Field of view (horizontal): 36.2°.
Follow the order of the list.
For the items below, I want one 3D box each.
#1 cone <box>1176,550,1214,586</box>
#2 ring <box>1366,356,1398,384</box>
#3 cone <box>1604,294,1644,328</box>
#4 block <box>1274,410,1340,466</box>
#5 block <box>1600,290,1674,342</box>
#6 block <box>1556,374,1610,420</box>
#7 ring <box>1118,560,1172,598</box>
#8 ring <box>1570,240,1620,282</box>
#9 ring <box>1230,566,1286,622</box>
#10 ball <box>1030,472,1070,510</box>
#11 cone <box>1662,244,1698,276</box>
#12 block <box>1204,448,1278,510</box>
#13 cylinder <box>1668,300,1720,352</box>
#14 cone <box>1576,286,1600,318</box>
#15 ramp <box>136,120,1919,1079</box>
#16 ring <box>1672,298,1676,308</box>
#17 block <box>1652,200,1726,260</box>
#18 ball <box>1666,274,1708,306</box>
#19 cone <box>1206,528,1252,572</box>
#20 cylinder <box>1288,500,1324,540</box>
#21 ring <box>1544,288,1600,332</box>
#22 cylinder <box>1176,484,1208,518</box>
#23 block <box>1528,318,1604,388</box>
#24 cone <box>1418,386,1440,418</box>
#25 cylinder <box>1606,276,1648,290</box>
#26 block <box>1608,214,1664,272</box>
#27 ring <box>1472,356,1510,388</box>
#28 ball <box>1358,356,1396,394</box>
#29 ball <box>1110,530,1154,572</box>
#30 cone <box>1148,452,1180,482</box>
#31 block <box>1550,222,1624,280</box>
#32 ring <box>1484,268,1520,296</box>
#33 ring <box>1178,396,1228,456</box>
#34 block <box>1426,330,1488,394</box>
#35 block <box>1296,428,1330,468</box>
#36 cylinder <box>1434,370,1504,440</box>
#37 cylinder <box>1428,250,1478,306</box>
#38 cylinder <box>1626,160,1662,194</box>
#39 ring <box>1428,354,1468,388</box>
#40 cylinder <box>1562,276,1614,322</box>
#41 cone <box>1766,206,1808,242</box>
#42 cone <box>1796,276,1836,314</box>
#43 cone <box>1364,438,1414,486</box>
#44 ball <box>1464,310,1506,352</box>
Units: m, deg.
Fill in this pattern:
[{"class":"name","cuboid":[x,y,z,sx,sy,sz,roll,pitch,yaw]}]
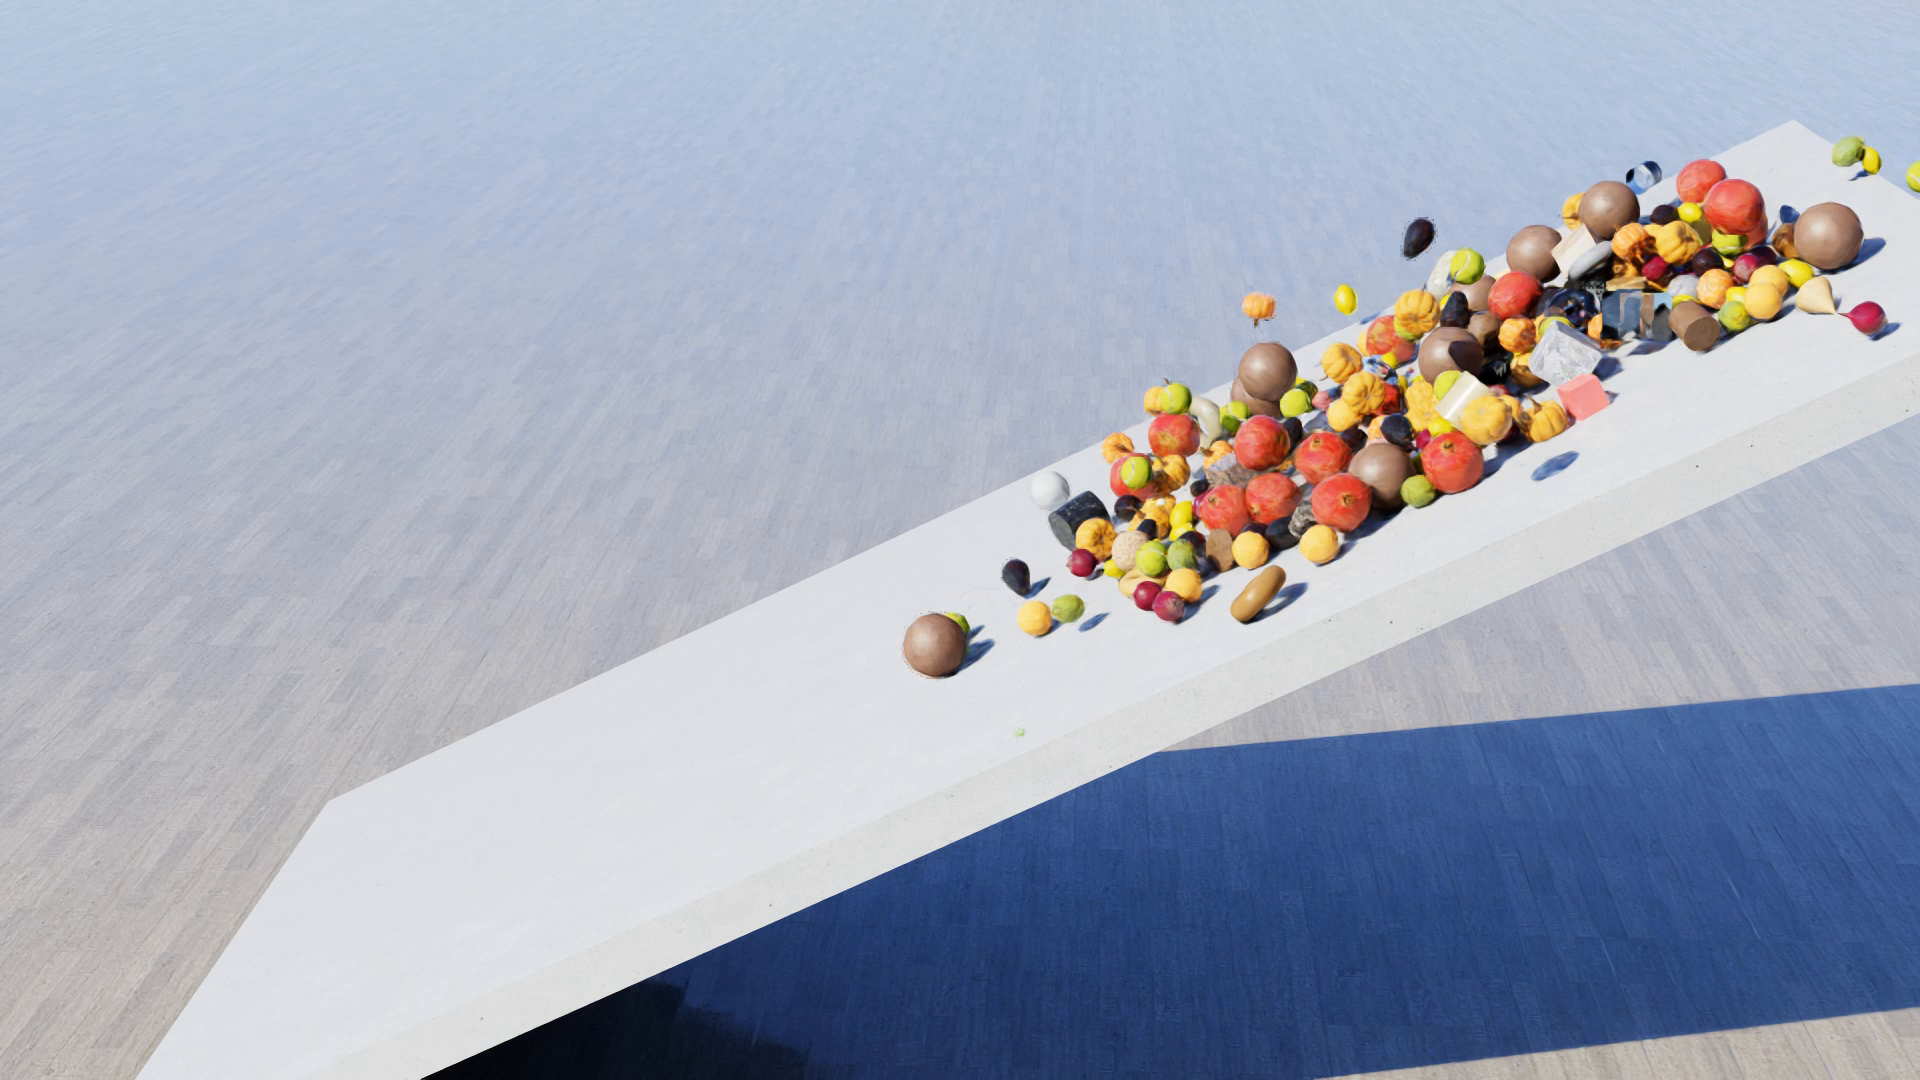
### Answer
[{"class":"cone","cuboid":[0.476,0.054,5.775,0.072,0.072,0.072,-4,16,-30]},{"class":"ring","cuboid":[0.873,-0.350,6.075,0.076,0.025,0.076,33,18,-13]},{"class":"cone","cuboid":[1.314,-0.468,5.864,0.072,0.072,0.072,19,13,-12]},{"class":"block","cuboid":[0.729,-0.214,6.181,0.082,0.082,0.082,-37,16,-35]},{"class":"block","cuboid":[1.320,-0.437,5.736,0.095,0.095,0.095,1,2,-38]},{"class":"block","cuboid":[1.180,-0.271,5.573,0.062,0.062,0.062,-29,14,-8]},{"class":"ring","cuboid":[0.371,0.078,5.872,0.117,0.039,0.117,-24,15,7]},{"class":"ring","cuboid":[1.287,-0.566,5.970,0.114,0.038,0.114,-31,-12,-7]},{"class":"ring","cuboid":[0.546,0.098,5.384,0.043,0.128,0.128,44,23,1]},{"class":"ball","cuboid":[0.206,-0.113,6.723,0.090,0.090,0.090,0,16,0]},{"class":"cone","cuboid":[1.473,-0.548,5.970,0.077,0.077,0.077,-24,11,5]},{"class":"block","cuboid":[0.584,-0.127,6.110,0.094,0.094,0.094,-32,14,-19]},{"class":"cylinder","cuboid":[1.390,-0.407,5.571,0.073,0.073,0.073,-4,32,-12]},{"class":"cone","cuboid":[1.310,-0.508,6.186,0.057,0.057,0.057,-27,-4,-2]},{"class":"ramp","cuboid":[0.138,0.168,6.281,4.000,0.100,2.000,-25,14,10]},{"class":"ring","cuboid":[1.378,-0.449,5.817,0.087,0.087,0.029,5,1,16]},{"class":"block","cuboid":[1.542,-0.649,6.225,0.092,0.092,0.092,-37,16,-34]},{"class":"ball","cuboid":[1.442,-0.487,5.836,0.081,0.081,0.081,0,16,0]},{"class":"cone","cuboid":[0.544,0.017,5.766,0.086,0.086,0.086,-4,15,-35]},{"class":"cylinder","cuboid":[0.663,-0.038,5.625,0.054,0.054,0.054,9,46,-9]},{"class":"ring","cuboid":[1.235,-0.463,5.929,0.113,0.038,0.113,-13,44,13]},{"class":"cylinder","cuboid":[0.491,-0.081,6.204,0.053,0.053,0.053,8,42,25]},{"class":"block","cuboid":[1.178,-0.355,5.726,0.098,0.098,0.098,28,20,-4]},{"class":"cone","cuboid":[0.963,-0.295,6.079,0.061,0.061,0.061,-26,13,7]},{"class":"cylinder","cuboid":[1.350,-0.483,5.945,0.083,0.083,0.083,-8,15,2]},{"class":"block","cuboid":[1.469,-0.638,6.329,0.090,0.090,0.090,-31,14,-16]},{"class":"ring","cuboid":[1.058,-0.322,5.973,0.139,0.046,0.139,-36,-4,-3]},{"class":"ball","cuboid":[0.905,-0.359,6.383,0.083,0.083,0.083,0,16,0]},{"class":"ball","cuboid":[0.349,0.023,5.947,0.088,0.088,0.088,0,16,0]},{"class":"cone","cuboid":[0.465,-0.159,6.595,0.067,0.067,0.067,11,20,26]},{"class":"block","cuboid":[1.298,-0.580,6.090,0.090,0.090,0.090,29,30,-36]},{"class":"ring","cuboid":[1.238,-0.590,6.718,0.092,0.031,0.092,-30,12,7]},{"class":"ring","cuboid":[0.542,-0.253,6.561,0.047,0.140,0.140,-25,28,-33]},{"class":"block","cuboid":[1.042,-0.375,6.153,0.093,0.093,0.093,-23,14,21]},{"class":"block","cuboid":[0.731,-0.189,6.085,0.052,0.052,0.052,-15,45,5]},{"class":"cylinder","cuboid":[0.951,-0.252,5.493,0.093,0.093,0.093,38,9,-7]},{"class":"cylinder","cuboid":[1.086,-0.577,6.478,0.093,0.093,0.093,0,-16,-1]},{"class":"cylinder","cuboid":[1.536,-0.815,6.606,0.060,0.060,0.060,15,34,41]},{"class":"ring","cuboid":[0.992,-0.344,5.976,0.080,0.027,0.080,-11,51,15]},{"class":"cylinder","cuboid":[1.299,-0.494,6.044,0.092,0.092,0.092,-4,17,-15]},{"class":"cone","cuboid":[1.669,-0.627,5.990,0.080,0.080,0.080,-15,-18,-41]},{"class":"cone","cuboid":[1.601,-0.436,5.445,0.075,0.075,0.075,-6,36,-19]},{"class":"cone","cuboid":[0.845,-0.168,5.657,0.099,0.099,0.099,-10,-14,-31]},{"class":"ball","cuboid":[1.080,-0.429,6.052,0.086,0.086,0.086,0,16,0]}]
